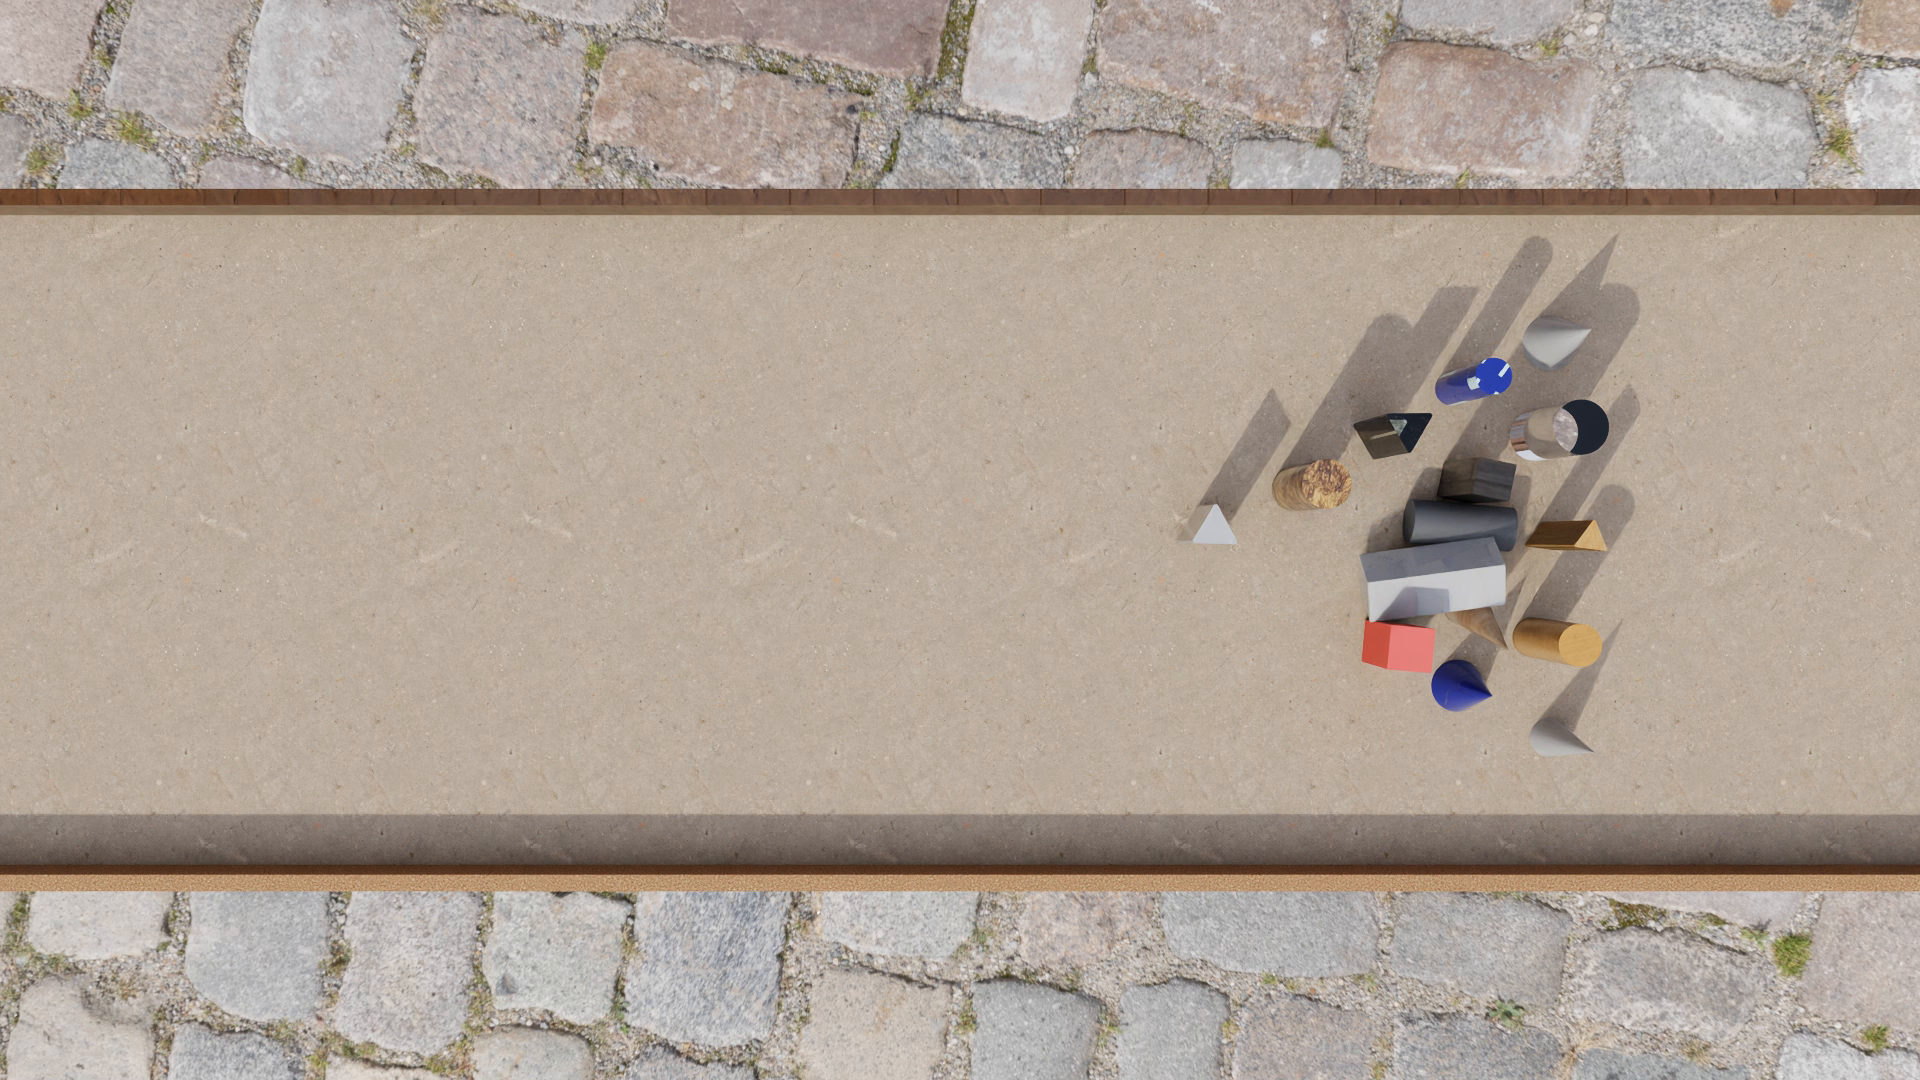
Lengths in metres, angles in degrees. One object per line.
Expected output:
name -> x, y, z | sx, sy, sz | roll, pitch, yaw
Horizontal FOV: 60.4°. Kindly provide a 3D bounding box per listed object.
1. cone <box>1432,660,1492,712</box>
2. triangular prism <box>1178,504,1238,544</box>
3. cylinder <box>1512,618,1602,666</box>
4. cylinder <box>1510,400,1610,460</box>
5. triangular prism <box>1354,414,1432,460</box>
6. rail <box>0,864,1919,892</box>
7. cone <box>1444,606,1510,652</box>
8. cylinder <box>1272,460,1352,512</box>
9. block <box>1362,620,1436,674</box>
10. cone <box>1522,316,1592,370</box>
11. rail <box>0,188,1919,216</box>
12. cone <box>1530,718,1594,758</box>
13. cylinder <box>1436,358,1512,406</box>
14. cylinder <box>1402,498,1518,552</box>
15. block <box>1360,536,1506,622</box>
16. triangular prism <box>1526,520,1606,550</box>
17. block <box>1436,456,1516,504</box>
cone -> 1.531, 0.448, 4.909 | 0.161, 0.334, 0.161 | 0, 90, 0
triangular prism -> 0.732, -0.048, 4.903 | 0.127, 0.347, 0.110 | 1, 90, 0
cylinder -> 1.762, 0.299, 4.880 | 0.124, 0.392, 0.124 | 0, 90, 0
cylinder -> 1.771, -0.322, 4.889 | 0.158, 0.376, 0.158 | 0, 90, 0
triangular prism -> 1.291, -0.329, 4.876 | 0.111, 0.402, 0.128 | -30, 90, 0
rail -> -2.247, 1.025, 5.001 | 12.000, 0.150, 0.050 | 0, 90, 0
cone -> 1.561, 0.257, 4.890 | 0.137, 0.346, 0.137 | -2, 111, -5
cylinder -> 1.029, -0.158, 4.850 | 0.139, 0.452, 0.139 | 0, 90, 0
block -> 1.306, 0.316, 4.924 | 0.129, 0.305, 0.129 | 5, 90, 0
cone -> 1.815, -0.606, 4.909 | 0.168, 0.336, 0.168 | 0, 90, 0
rail -> -2.247, -1.025, 5.002 | 12.000, 0.150, 0.050 | 0, 90, 0
cone -> 1.814, 0.608, 4.893 | 0.121, 0.368, 0.121 | 0, 90, 0
cylinder -> 1.514, -0.465, 4.876 | 0.104, 0.400, 0.104 | 0, 90, 0
cylinder -> 1.517, -0.045, 5.009 | 0.310, 0.135, 0.135 | 5, 90, 0
block -> 1.416, 0.118, 4.950 | 0.397, 0.147, 0.147 | -8, 123, 7
triangular prism -> 1.790, -0.017, 4.872 | 0.092, 0.410, 0.080 | 7, 90, 0
block -> 1.530, -0.175, 4.899 | 0.108, 0.356, 0.108 | 12, 90, 0
